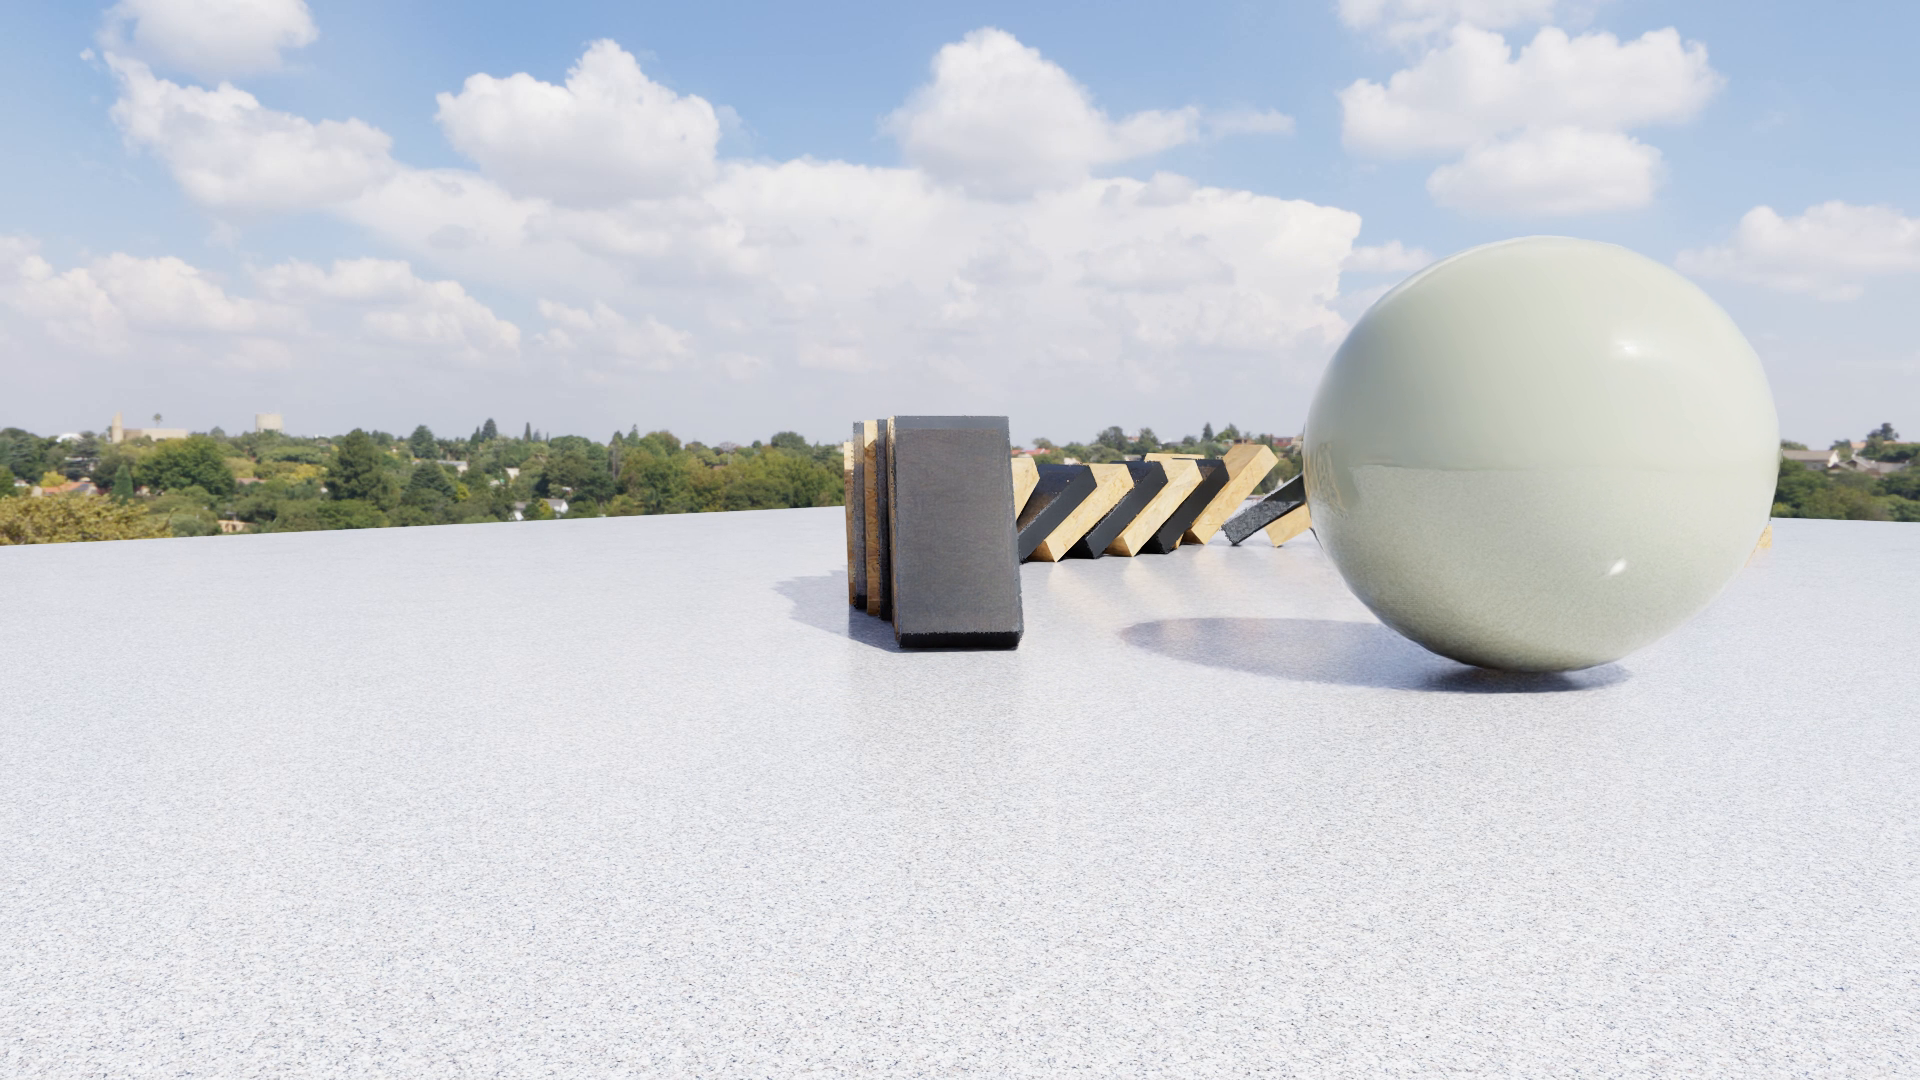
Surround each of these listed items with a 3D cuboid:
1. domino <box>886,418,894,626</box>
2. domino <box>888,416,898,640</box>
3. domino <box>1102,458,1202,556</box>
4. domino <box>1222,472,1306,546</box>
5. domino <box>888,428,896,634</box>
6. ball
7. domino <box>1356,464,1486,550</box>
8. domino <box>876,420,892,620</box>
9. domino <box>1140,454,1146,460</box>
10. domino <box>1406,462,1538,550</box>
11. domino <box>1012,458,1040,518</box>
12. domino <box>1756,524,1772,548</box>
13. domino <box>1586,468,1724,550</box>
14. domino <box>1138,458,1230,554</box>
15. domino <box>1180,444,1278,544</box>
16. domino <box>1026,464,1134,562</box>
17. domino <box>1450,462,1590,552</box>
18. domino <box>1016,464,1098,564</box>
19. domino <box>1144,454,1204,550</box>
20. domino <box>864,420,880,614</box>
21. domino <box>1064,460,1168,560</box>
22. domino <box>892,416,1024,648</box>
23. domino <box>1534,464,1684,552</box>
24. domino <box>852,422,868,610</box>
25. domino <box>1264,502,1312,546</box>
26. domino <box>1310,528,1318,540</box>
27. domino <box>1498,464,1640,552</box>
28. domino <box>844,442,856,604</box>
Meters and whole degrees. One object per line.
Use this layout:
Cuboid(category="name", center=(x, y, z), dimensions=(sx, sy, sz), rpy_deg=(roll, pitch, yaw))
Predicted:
Cuboid(category="domino", center=(-0.004, -0.005, 0.306), dimensions=(0.025, 0.050, 0.009), rpy_deg=(0, -24, -6))
Cuboid(category="domino", center=(-0.002, -0.003, 0.285), dimensions=(0.025, 0.050, 0.010), rpy_deg=(0, -24, -6))
Cuboid(category="domino", center=(0.070, -0.013, 0.503), dimensions=(0.025, 0.010, 0.050), rpy_deg=(6, 42, 48))
Cuboid(category="domino", center=(0.134, -0.016, 0.539), dimensions=(0.050, 0.010, 0.025), rpy_deg=(-34, -4, 12))
Cuboid(category="domino", center=(-0.003, -0.004, 0.295), dimensions=(0.025, 0.050, 0.009), rpy_deg=(0, -24, -6))
Cuboid(category="ball", center=(0.105, -0.015, 0.238), dimensions=(0.080, 0.080, 0.080), rpy_deg=(0, 4, 0))
Cuboid(category="domino", center=(0.187, -0.014, 0.523), dimensions=(0.050, 0.010, 0.025), rpy_deg=(-32, -4, 15))
Cuboid(category="domino", center=(-0.007, -0.005, 0.317), dimensions=(0.025, 0.050, 0.009), rpy_deg=(0, -24, -6))
Cuboid(category="domino", center=(0.086, -0.018, 0.553), dimensions=(0.025, 0.010, 0.050), rpy_deg=(2, 42, 24))
Cuboid(category="domino", center=(0.205, -0.014, 0.518), dimensions=(0.050, 0.010, 0.025), rpy_deg=(-32, -3, 16))
Cuboid(category="domino", center=(0.007, -0.011, 0.459), dimensions=(0.025, 0.009, 0.050), rpy_deg=(1, 40, 29))
Cuboid(category="domino", center=(0.304, -0.002, 0.531), dimensions=(0.050, 0.009, 0.025), rpy_deg=(-1, 4, -10))
Cuboid(category="domino", center=(0.282, -0.013, 0.526), dimensions=(0.050, 0.010, 0.025), rpy_deg=(-30, 8, -6))
Cuboid(category="domino", center=(0.084, -0.014, 0.514), dimensions=(0.025, 0.009, 0.050), rpy_deg=(7, 42, 46))
Cuboid(category="domino", center=(0.112, -0.020, 0.552), dimensions=(0.050, 0.010, 0.025), rpy_deg=(-47, 17, -11))
Cuboid(category="domino", center=(0.040, -0.011, 0.481), dimensions=(0.025, 0.010, 0.050), rpy_deg=(5, 39, 49))
Cuboid(category="domino", center=(0.223, -0.013, 0.514), dimensions=(0.050, 0.010, 0.025), rpy_deg=(-32, -2, 14))
Cuboid(category="domino", center=(0.025, -0.010, 0.470), dimensions=(0.025, 0.009, 0.050), rpy_deg=(5, 39, 46))
Cuboid(category="domino", center=(0.084, -0.017, 0.537), dimensions=(0.025, 0.010, 0.050), rpy_deg=(4, 42, 26))
Cuboid(category="domino", center=(-0.011, -0.006, 0.327), dimensions=(0.025, 0.050, 0.010), rpy_deg=(0, -24, -6))
Cuboid(category="domino", center=(0.055, -0.012, 0.493), dimensions=(0.025, 0.010, 0.050), rpy_deg=(5, 41, 49))
Cuboid(category="domino", center=(-0.001, -0.002, 0.274), dimensions=(0.025, 0.050, 0.009), rpy_deg=(0, -24, -6))
Cuboid(category="domino", center=(0.262, -0.014, 0.519), dimensions=(0.050, 0.010, 0.025), rpy_deg=(-31, 4, 2))
Cuboid(category="domino", center=(-0.015, -0.007, 0.338), dimensions=(0.025, 0.050, 0.009), rpy_deg=(0, -25, -6))
Cuboid(category="domino", center=(0.151, -0.014, 0.534), dimensions=(0.050, 0.009, 0.025), rpy_deg=(-31, -4, 15))
Cuboid(category="domino", center=(0.169, -0.014, 0.529), dimensions=(0.050, 0.010, 0.025), rpy_deg=(-31, -4, 15))
Cuboid(category="domino", center=(0.243, -0.013, 0.516), dimensions=(0.050, 0.010, 0.025), rpy_deg=(-31, 2, 5))
Cuboid(category="domino", center=(-0.019, -0.006, 0.354), dimensions=(0.025, 0.050, 0.010), rpy_deg=(-1, -39, -7))
